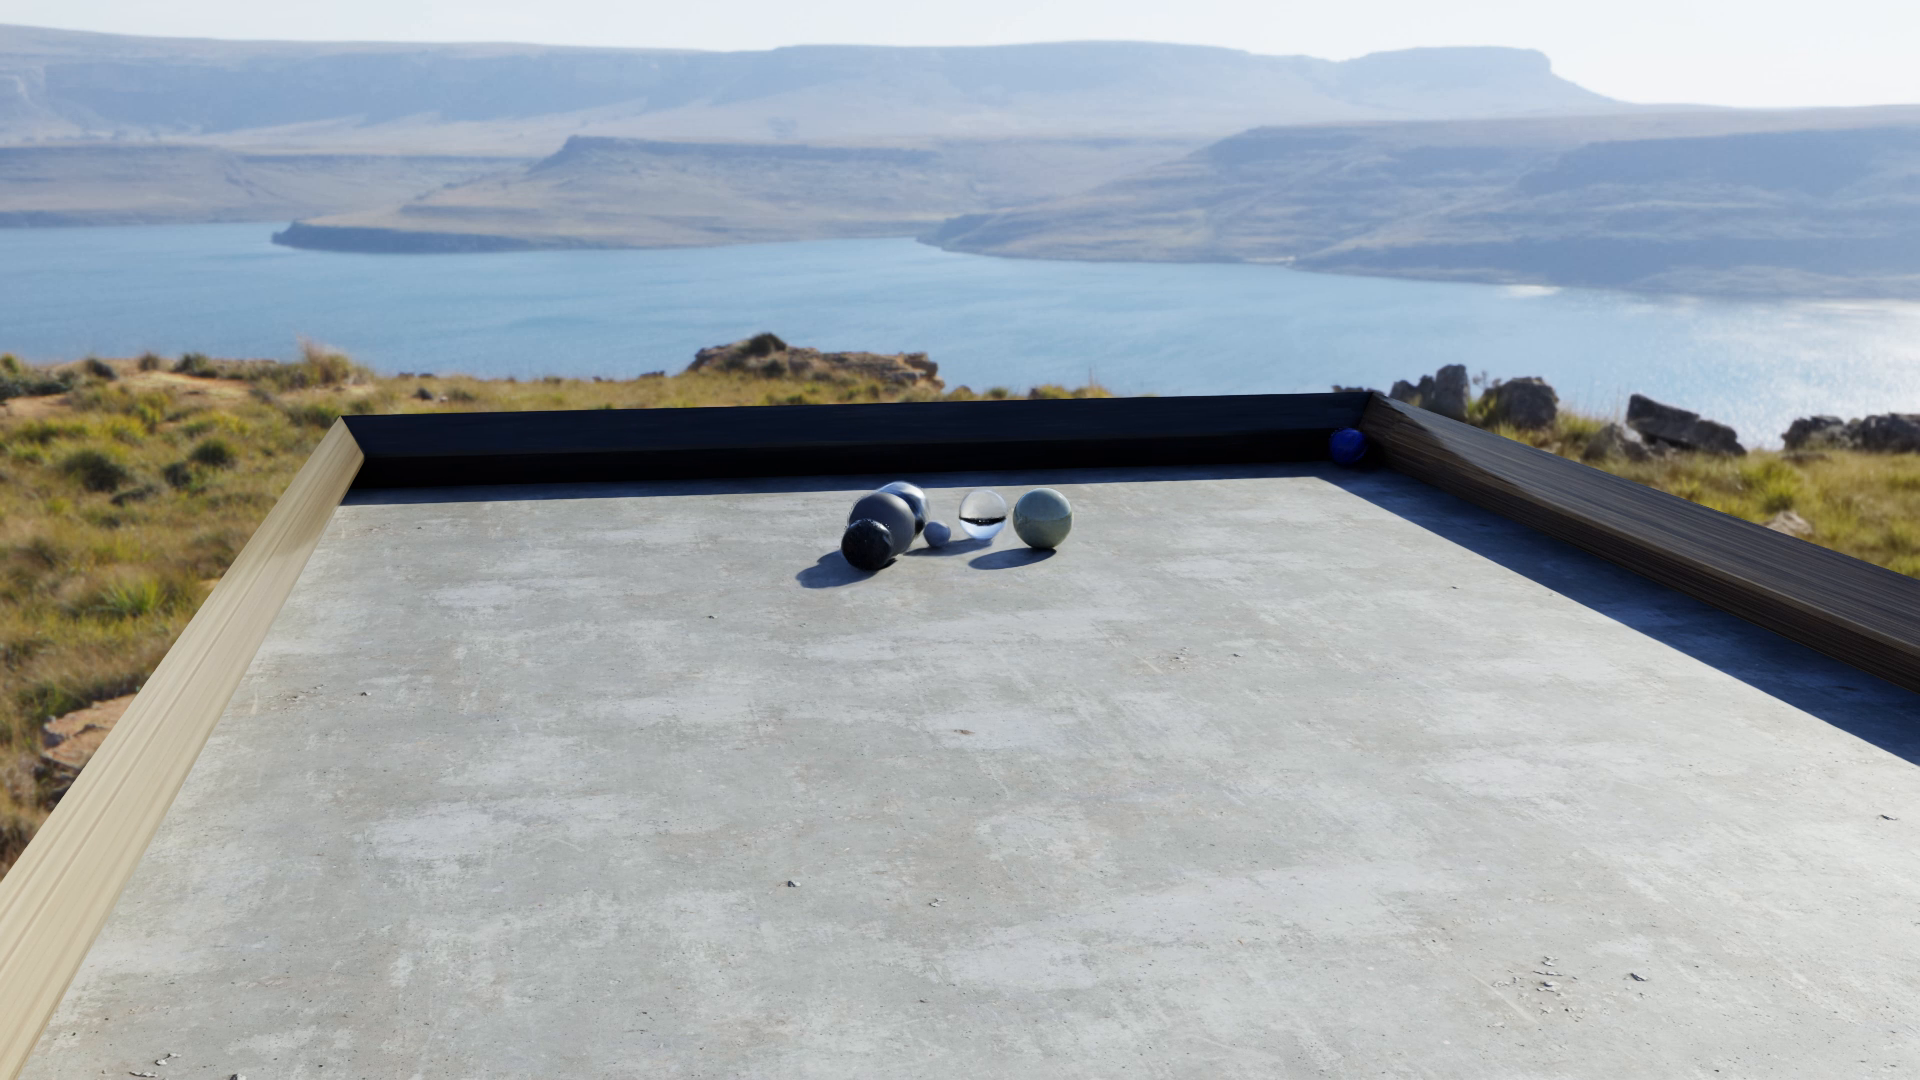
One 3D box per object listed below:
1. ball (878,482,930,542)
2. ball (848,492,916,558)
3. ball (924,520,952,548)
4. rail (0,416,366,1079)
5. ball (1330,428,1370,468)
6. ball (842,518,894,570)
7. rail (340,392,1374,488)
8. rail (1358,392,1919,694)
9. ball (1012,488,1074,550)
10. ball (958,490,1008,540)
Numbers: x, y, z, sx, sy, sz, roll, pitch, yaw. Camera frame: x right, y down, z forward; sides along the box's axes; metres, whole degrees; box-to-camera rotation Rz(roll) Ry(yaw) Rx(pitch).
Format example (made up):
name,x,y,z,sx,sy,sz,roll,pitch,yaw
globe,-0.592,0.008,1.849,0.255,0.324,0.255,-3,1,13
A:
name,x,y,z,sx,sy,sz,roll,pitch,yaw
ball,-0.090,-0.039,3.260,0.092,0.092,0.092,0,11,0
ball,-0.112,-0.021,3.156,0.096,0.096,0.096,0,11,0
ball,-0.033,-0.009,3.238,0.040,0.040,0.040,0,11,0
rail,-0.737,0.163,2.134,0.045,0.124,3.325,-2,11,-10
ball,0.704,-0.166,3.970,0.070,0.070,0.070,0,11,0
ball,-0.130,0.007,3.076,0.072,0.072,0.072,0,11,0
rail,-0.142,-0.176,3.872,1.842,0.124,0.045,-2,11,-10
rail,1.029,0.103,2.443,0.045,0.124,3.325,-2,11,-10
ball,0.122,-0.031,3.225,0.090,0.090,0.090,0,11,0
ball,0.035,-0.037,3.294,0.076,0.076,0.076,0,11,0
